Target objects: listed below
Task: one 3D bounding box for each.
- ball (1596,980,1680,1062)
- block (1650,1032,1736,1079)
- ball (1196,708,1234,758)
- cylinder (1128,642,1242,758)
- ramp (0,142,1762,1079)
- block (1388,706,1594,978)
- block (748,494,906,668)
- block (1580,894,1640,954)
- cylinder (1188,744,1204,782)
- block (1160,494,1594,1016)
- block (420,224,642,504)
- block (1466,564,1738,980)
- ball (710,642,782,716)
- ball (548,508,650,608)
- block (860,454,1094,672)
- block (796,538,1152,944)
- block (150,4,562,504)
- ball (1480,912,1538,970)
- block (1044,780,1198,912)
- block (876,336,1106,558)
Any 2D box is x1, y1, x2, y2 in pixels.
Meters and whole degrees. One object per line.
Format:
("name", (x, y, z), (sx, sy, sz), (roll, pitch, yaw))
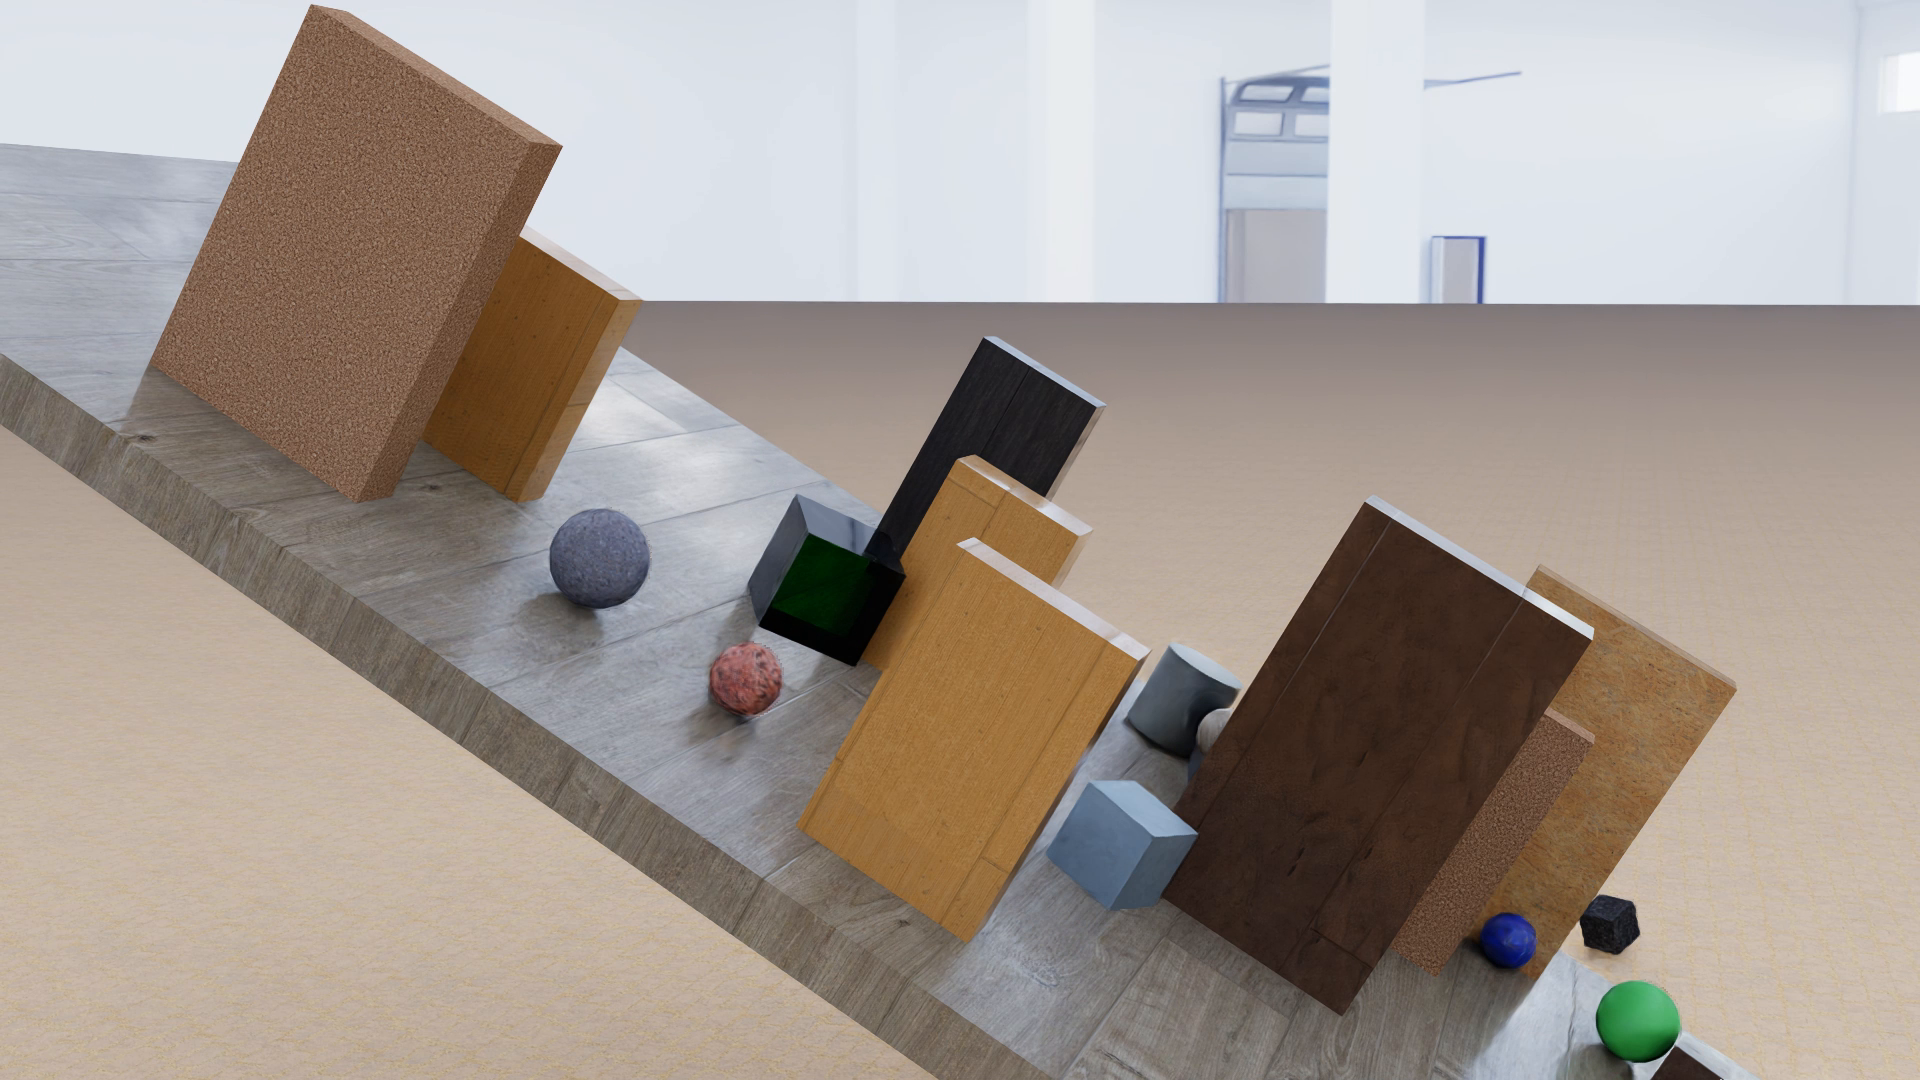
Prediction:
("ball", (1.336, 0.950, 4.337), (0.159, 0.159, 0.159), (0, 7, 0))
("block", (1.408, 1.043, 4.246), (0.115, 0.115, 0.115), (35, 16, 21))
("ball", (0.527, 0.392, 4.362), (0.115, 0.115, 0.115), (0, 7, 0))
("cylinder", (0.478, 0.342, 4.672), (0.179, 0.179, 0.179), (29, 11, -6))
("ramp", (-0.182, 0.299, 4.127), (4.000, 0.100, 2.000), (33, 15, 11))
("block", (0.897, 0.502, 4.222), (0.386, 0.547, 0.087), (33, 15, 11))
("block", (-0.253, 0.074, 4.139), (0.204, 0.204, 0.204), (24, 15, -19))
("block", (1.774, 1.050, 6.011), (0.107, 0.107, 0.107), (-29, 22, -35))
("cylinder", (0.574, 0.464, 4.517), (0.154, 0.154, 0.154), (26, 1, -14))
("block", (0.685, 0.371, 3.789), (0.431, 0.781, 0.126), (33, 15, 11))
("block", (-0.867, -0.366, 4.005), (0.441, 0.423, 0.095), (33, 15, 11))
("block", (1.185, 0.476, 4.505), (0.447, 0.725, 0.097), (33, 15, 11))
("ball", (-0.351, 0.228, 3.603), (0.119, 0.119, 0.119), (0, 7, 0))
("ball", (-0.604, 0.031, 3.683), (0.168, 0.168, 0.168), (0, 7, 0))
("block", (0.021, 0.094, 4.153), (0.271, 0.426, 0.117), (33, 15, 11))
("block", (0.016, 0.299, 3.288), (0.316, 0.510, 0.090), (33, 15, 11))
("block", (-0.996, -0.464, 3.601), (0.447, 0.665, 0.106), (33, 15, 11))
("ball", (1.112, 0.813, 4.458), (0.113, 0.113, 0.113), (0, 7, 0))
("block", (0.276, 0.520, 3.755), (0.154, 0.154, 0.154), (39, 17, 31))
("block", (0.047, -0.123, 4.684), (0.283, 0.551, 0.089), (33, 15, 11))
